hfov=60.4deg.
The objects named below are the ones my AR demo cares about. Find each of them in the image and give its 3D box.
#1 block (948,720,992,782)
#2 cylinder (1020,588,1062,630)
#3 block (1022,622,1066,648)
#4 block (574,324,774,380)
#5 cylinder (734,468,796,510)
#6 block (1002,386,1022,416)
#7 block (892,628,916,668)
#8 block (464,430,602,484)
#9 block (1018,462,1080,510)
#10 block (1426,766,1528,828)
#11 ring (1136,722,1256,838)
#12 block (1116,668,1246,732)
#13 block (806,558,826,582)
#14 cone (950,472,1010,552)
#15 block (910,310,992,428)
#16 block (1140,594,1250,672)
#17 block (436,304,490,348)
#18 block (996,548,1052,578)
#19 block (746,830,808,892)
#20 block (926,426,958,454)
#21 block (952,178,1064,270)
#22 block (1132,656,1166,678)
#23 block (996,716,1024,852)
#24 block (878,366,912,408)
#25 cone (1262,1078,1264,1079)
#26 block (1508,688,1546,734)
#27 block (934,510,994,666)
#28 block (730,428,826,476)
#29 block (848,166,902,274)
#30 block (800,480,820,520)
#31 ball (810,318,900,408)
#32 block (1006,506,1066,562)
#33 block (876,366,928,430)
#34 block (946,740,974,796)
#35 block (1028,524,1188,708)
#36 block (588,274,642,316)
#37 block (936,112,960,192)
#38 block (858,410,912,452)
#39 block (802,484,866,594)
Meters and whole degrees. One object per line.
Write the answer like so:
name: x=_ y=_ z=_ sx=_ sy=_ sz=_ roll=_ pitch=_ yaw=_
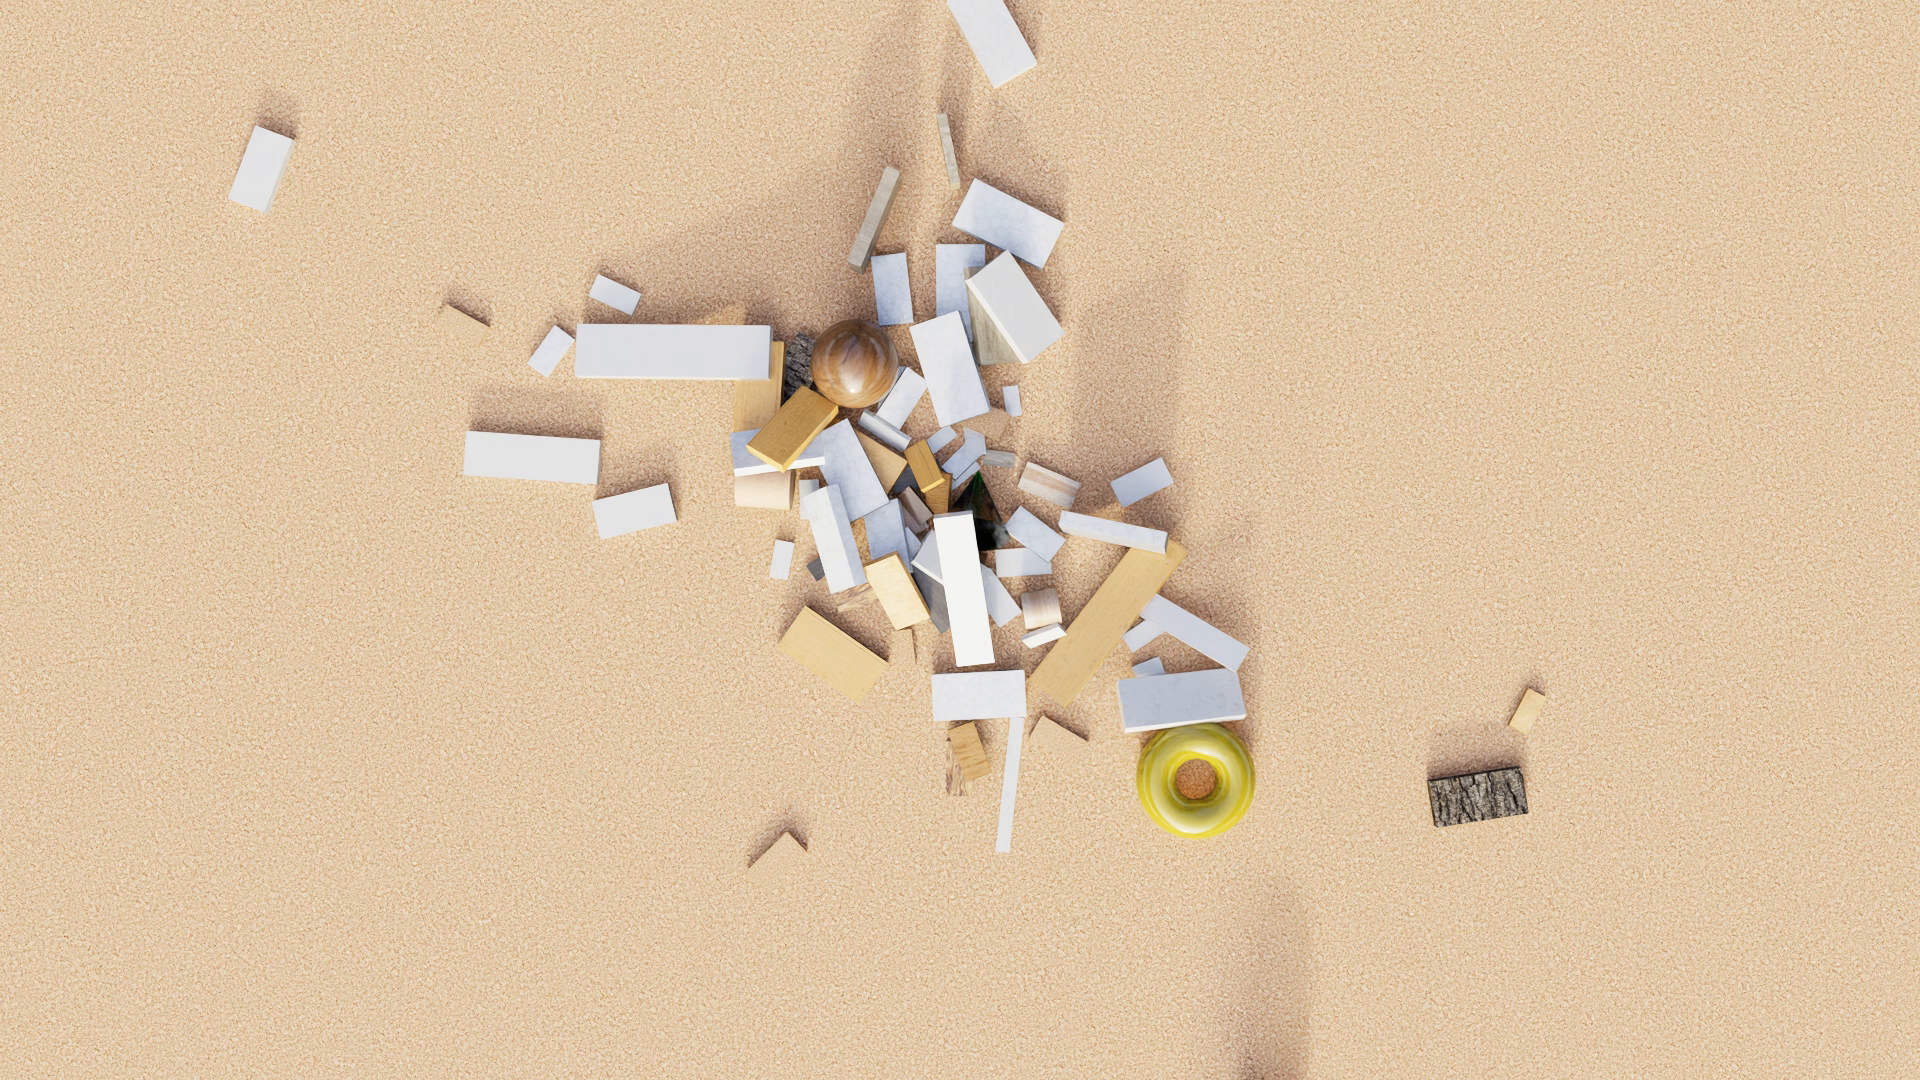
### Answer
block: x=0.032 y=0.699 z=5.461 sx=0.091 sy=0.026 sz=0.182 roll=-20 pitch=90 yaw=0
cylinder: x=0.266 y=0.226 z=5.440 sx=0.120 sy=0.120 sz=0.120 roll=-9 pitch=90 yaw=0
block: x=0.277 y=0.315 z=5.449 sx=0.134 sy=0.067 sz=0.019 roll=-22 pitch=55 yaw=17
block: x=-0.943 y=-0.619 z=5.434 sx=0.650 sy=0.049 sz=0.173 roll=1 pitch=86 yaw=6
cylinder: x=-0.637 y=-0.191 z=5.412 sx=0.176 sy=0.176 sz=0.176 roll=4 pitch=90 yaw=0
block: x=0.174 y=-0.462 z=5.493 sx=0.050 sy=0.014 sz=0.101 roll=-8 pitch=90 yaw=0
block: x=-0.185 y=0.362 z=5.491 sx=0.063 sy=0.018 sz=0.125 roll=-7 pitch=90 yaw=0
block: x=-1.418 y=-0.273 z=5.479 sx=0.443 sy=0.041 sz=0.145 roll=4 pitch=90 yaw=0
block: x=0.295 y=-0.181 z=5.487 sx=0.190 sy=0.027 sz=0.095 roll=23 pitch=90 yaw=0
block: x=1.719 y=0.853 z=5.478 sx=0.307 sy=0.043 sz=0.153 roll=-9 pitch=90 yaw=0
ring: x=0.778 y=0.787 z=5.436 sx=0.396 sy=0.132 sz=0.396 roll=0 pitch=89 yaw=0
block: x=0.724 y=0.525 z=5.421 sx=0.402 sy=0.047 sz=0.167 roll=-6 pitch=66 yaw=-7
block: x=-0.442 y=0.076 z=5.491 sx=0.125 sy=0.018 sz=0.063 roll=-35 pitch=90 yaw=0
cone: x=0.052 y=-0.125 z=5.446 sx=0.242 sy=0.242 sz=0.242 roll=5 pitch=63 yaw=0
block: x=-0.030 y=-0.561 z=5.423 sx=0.173 sy=0.049 sz=0.346 roll=-18 pitch=89 yaw=13
block: x=0.767 y=0.300 z=5.437 sx=0.378 sy=0.026 sz=0.091 roll=31 pitch=84 yaw=14
block: x=-1.655 y=-0.711 z=5.489 sx=0.158 sy=0.022 sz=0.079 roll=28 pitch=90 yaw=0
block: x=0.210 y=0.072 z=5.487 sx=0.182 sy=0.026 sz=0.091 roll=-4 pitch=90 yaw=0
block: x=-0.610 y=1.068 z=5.487 sx=0.190 sy=0.027 sz=0.095 roll=-44 pitch=90 yaw=0
block: x=-0.063 y=-0.337 z=5.493 sx=0.101 sy=0.014 sz=0.050 roll=-37 pitch=90 yaw=0
block: x=0.161 y=-1.047 z=5.476 sx=0.334 sy=0.047 sz=0.167 roll=27 pitch=90 yaw=0
block: x=0.650 y=0.492 z=5.487 sx=0.095 sy=0.027 sz=0.190 roll=-22 pitch=90 yaw=0
block: x=0.166 y=0.814 z=5.494 sx=0.045 sy=0.013 sz=0.451 roll=6 pitch=90 yaw=0
block: x=-0.220 y=-0.486 z=5.487 sx=0.093 sy=0.026 sz=0.186 roll=7 pitch=90 yaw=0
cone: x=1.019 y=1.893 z=5.447 sx=0.237 sy=0.237 sz=0.237 roll=-6 pitch=63 yaw=0
block: x=1.887 y=0.570 z=5.491 sx=0.067 sy=0.019 sz=0.140 roll=28 pitch=90 yaw=0
block: x=0.015 y=0.162 z=5.363 sx=0.125 sy=0.035 sz=0.532 roll=-7 pitch=112 yaw=5
block: x=-0.592 y=-0.297 z=5.345 sx=0.291 sy=0.041 sz=0.145 roll=-8 pitch=58 yaw=-5
block: x=-0.280 y=-1.046 z=5.417 sx=0.047 sy=0.167 sz=0.334 roll=23 pitch=90 yaw=0
block: x=-0.500 y=-0.136 z=5.491 sx=0.065 sy=0.018 sz=0.131 roll=-2 pitch=90 yaw=0
ball: x=-0.341 y=-0.572 z=5.355 sx=0.290 sy=0.290 sz=0.290 roll=0 pitch=90 yaw=0
block: x=0.246 y=-0.018 z=5.468 sx=0.190 sy=0.027 sz=0.095 roll=37 pitch=82 yaw=7
block: x=-0.190 y=-0.468 z=5.456 sx=0.093 sy=0.026 sz=0.186 roll=34 pitch=83 yaw=-14
block: x=0.000 y=0.760 z=5.487 sx=0.091 sy=0.026 sz=0.182 roll=1 pitch=90 yaw=0
block: x=0.491 y=0.252 z=5.460 sx=0.153 sy=0.043 sz=0.652 roll=38 pitch=90 yaw=15
block: x=-1.146 y=-0.814 z=5.489 sx=0.158 sy=0.022 sz=0.079 roll=25 pitch=90 yaw=0
block: x=-0.038 y=-1.279 z=5.442 sx=0.033 sy=0.115 sz=0.230 roll=-11 pitch=90 yaw=0
block: x=-0.250 y=-0.362 z=5.469 sx=0.180 sy=0.065 sz=0.018 roll=33 pitch=50 yaw=0
block: x=-0.411 y=-0.002 z=5.394 sx=0.047 sy=0.167 sz=0.334 roll=-16 pitch=88 yaw=-34
